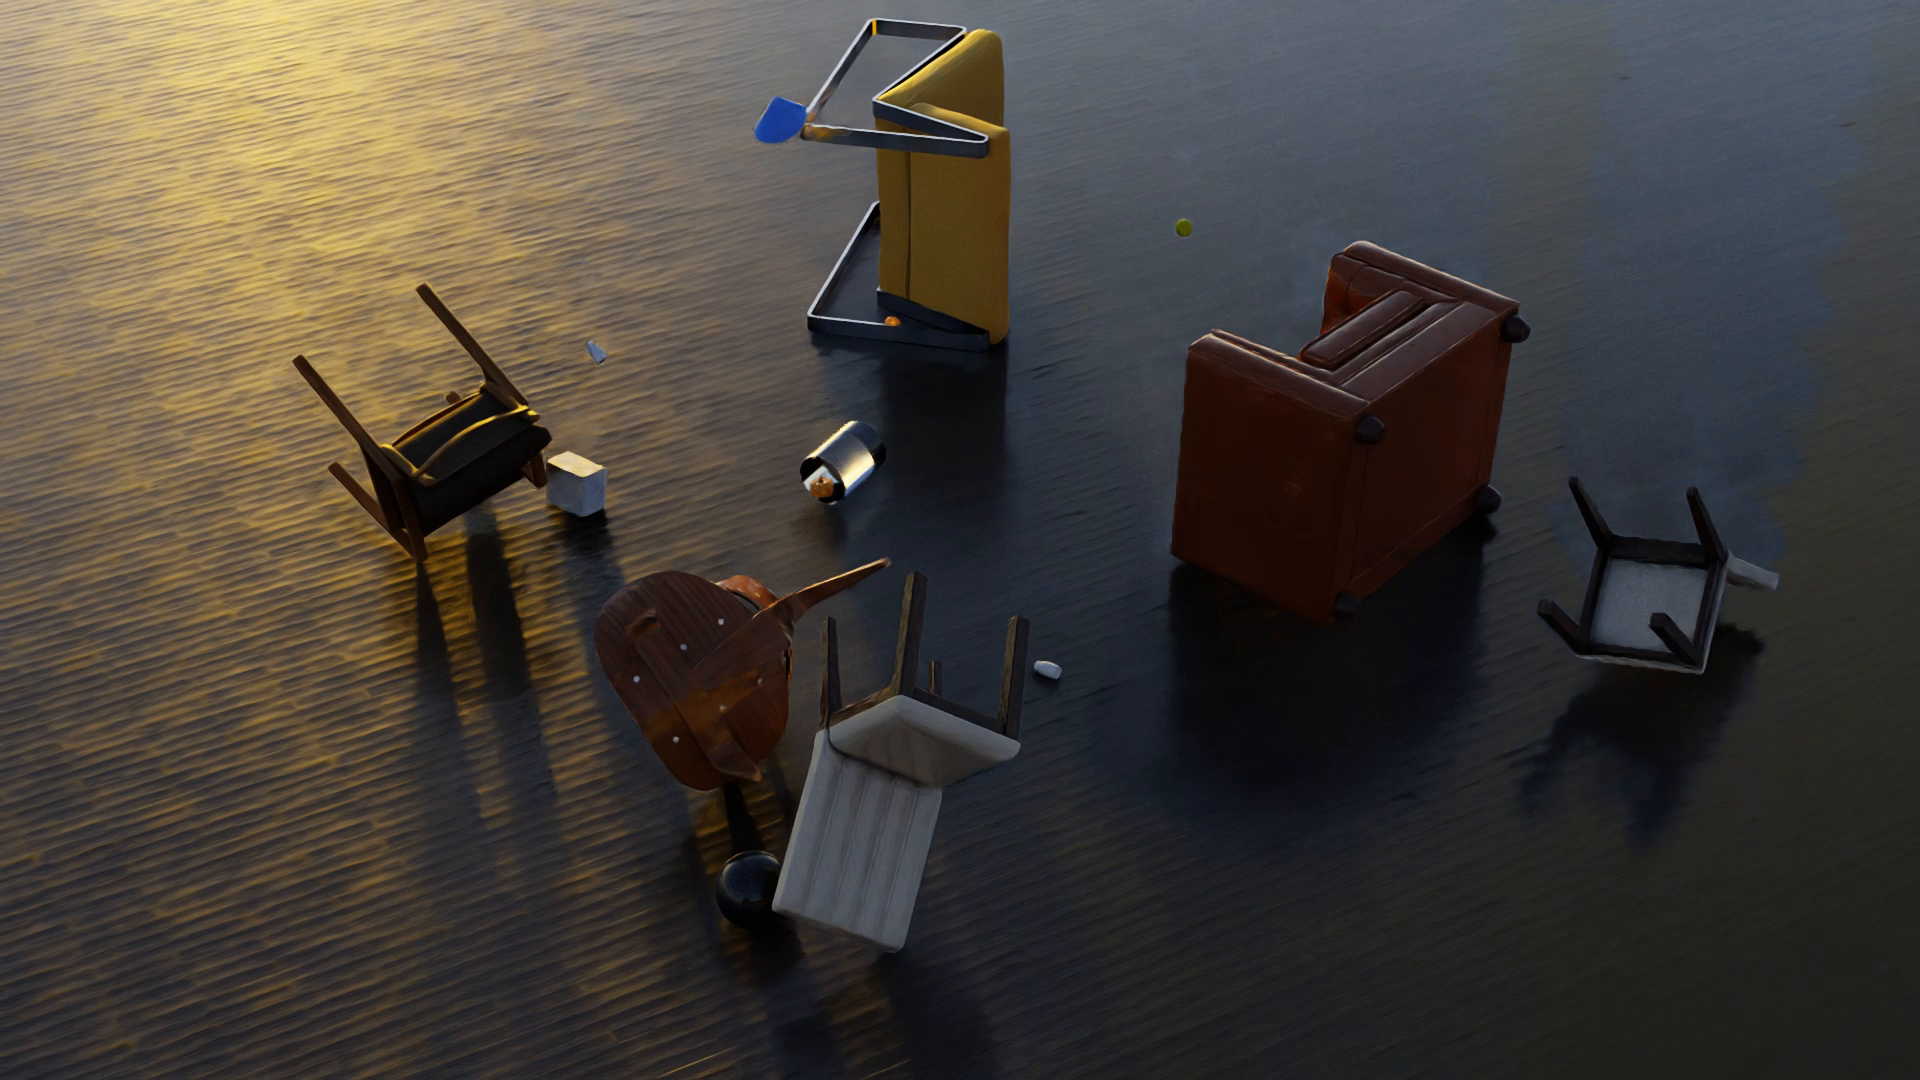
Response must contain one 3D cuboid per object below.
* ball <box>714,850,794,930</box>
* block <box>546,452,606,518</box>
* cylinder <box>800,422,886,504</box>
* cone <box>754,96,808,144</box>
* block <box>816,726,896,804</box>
[{"bbox_3d":[-0.636,1.084,9.074,0.248,0.248,0.248,0,33,0],"label":"ball"},{"bbox_3d":[-1.457,-0.211,11.099,0.195,0.170,0.121,23,34,31],"label":"block"},{"bbox_3d":[-0.446,-0.296,11.213,0.210,0.188,0.297,51,43,-5],"label":"cylinder"},{"bbox_3d":[-0.728,-1.722,11.721,0.193,0.140,0.257,20,56,25],"label":"cone"},{"bbox_3d":[-0.346,0.746,9.690,0.218,0.135,0.143,-23,40,-31],"label":"block"}]
